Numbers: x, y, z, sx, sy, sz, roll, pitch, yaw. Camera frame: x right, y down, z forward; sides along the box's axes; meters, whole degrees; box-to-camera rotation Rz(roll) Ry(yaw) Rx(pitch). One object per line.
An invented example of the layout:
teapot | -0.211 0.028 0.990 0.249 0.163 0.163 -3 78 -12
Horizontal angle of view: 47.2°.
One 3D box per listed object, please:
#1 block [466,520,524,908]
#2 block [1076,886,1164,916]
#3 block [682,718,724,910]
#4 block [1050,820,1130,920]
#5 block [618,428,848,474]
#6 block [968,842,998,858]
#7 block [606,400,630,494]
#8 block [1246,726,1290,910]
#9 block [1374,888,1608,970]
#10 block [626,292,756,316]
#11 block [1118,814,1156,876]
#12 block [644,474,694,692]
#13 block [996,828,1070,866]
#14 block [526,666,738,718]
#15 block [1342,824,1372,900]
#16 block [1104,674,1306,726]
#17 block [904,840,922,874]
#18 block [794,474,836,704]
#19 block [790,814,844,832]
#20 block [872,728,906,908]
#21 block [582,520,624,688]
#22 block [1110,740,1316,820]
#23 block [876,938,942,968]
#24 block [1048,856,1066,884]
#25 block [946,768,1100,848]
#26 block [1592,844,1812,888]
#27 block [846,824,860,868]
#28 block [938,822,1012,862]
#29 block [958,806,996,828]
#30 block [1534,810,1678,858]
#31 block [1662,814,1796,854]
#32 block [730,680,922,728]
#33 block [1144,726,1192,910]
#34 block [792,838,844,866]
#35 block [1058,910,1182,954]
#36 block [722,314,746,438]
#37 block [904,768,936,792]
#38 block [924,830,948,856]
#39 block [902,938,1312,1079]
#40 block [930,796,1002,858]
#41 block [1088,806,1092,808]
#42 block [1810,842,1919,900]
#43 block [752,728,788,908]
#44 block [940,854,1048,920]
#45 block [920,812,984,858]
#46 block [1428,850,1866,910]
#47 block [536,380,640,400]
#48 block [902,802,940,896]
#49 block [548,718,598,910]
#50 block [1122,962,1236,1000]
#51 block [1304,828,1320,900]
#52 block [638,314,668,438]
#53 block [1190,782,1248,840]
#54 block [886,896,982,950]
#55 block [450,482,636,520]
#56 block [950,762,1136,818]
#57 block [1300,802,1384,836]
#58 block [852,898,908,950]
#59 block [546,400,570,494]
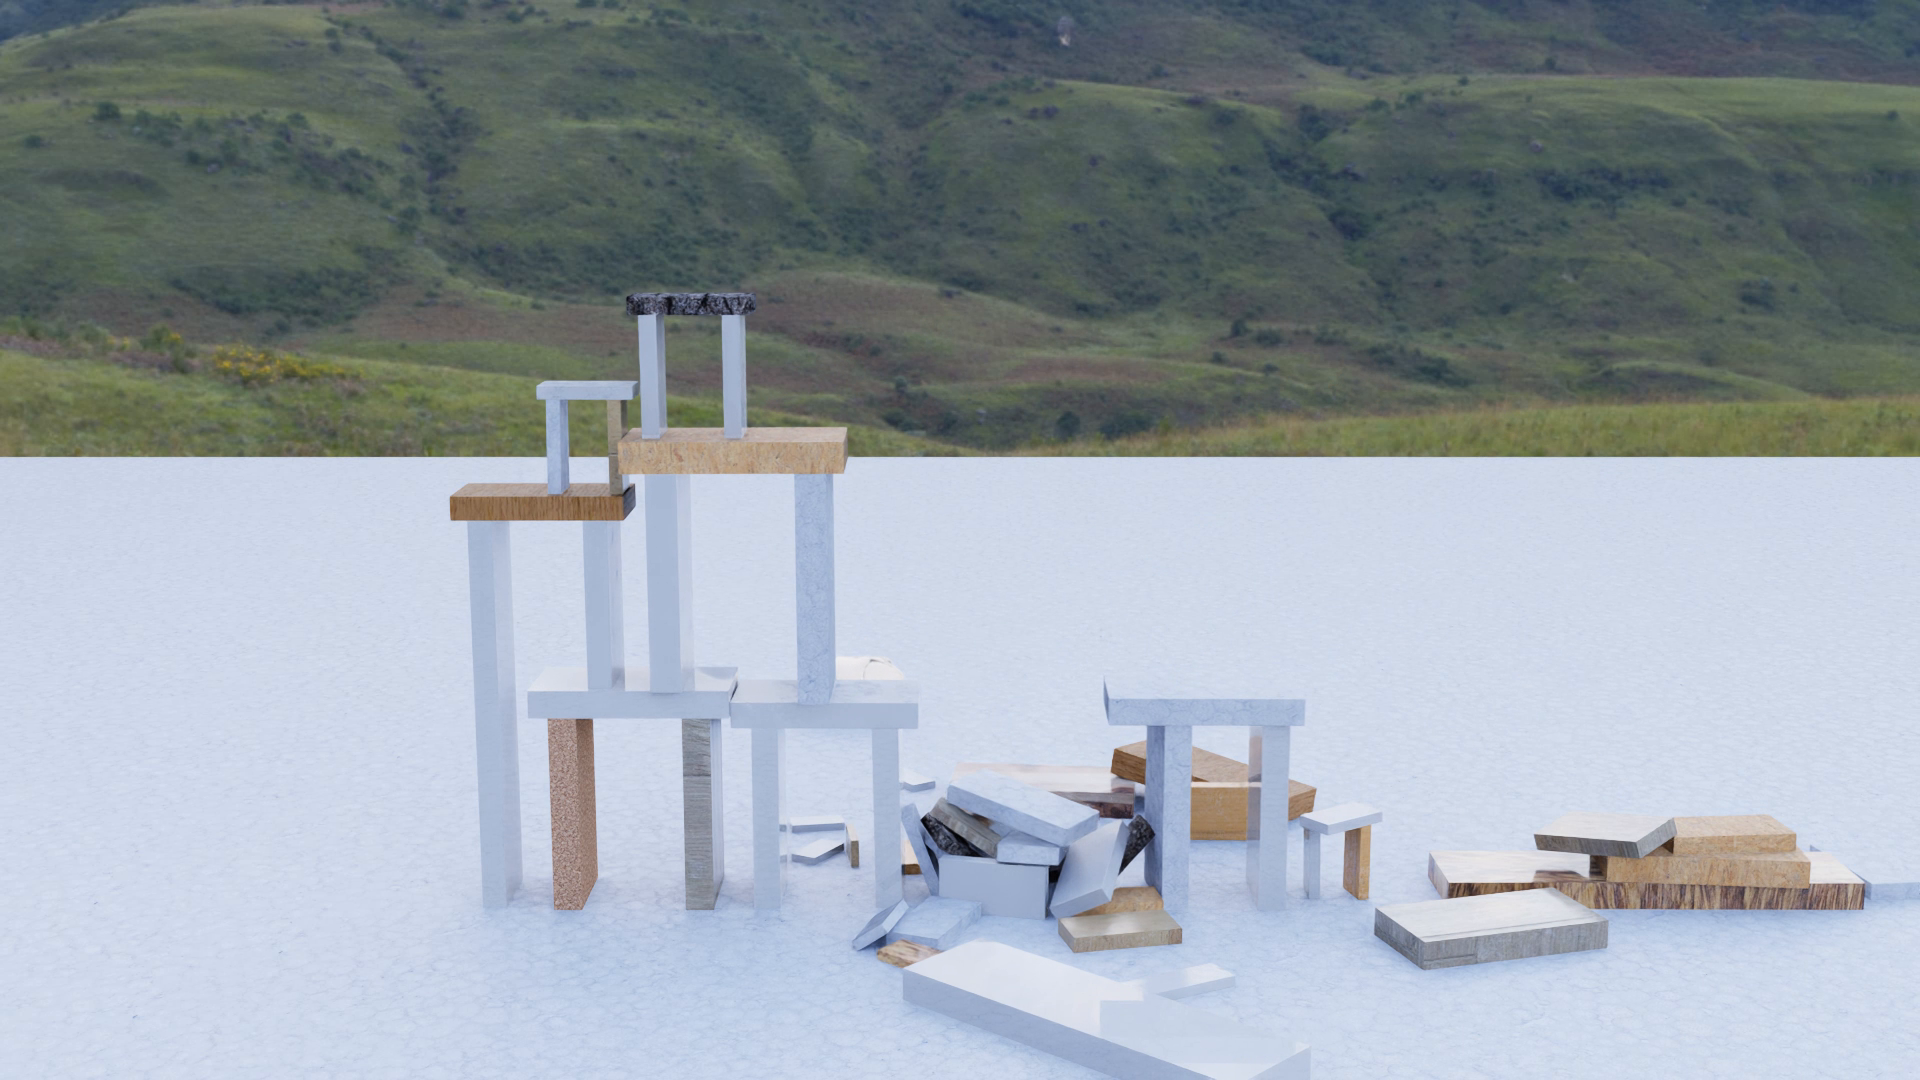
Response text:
block | -0.762 0.273 3.612 0.039 0.643 0.137 0 11 0
block | 0.254 0.592 3.602 0.146 0.021 0.073 -1 11 -7
block | -0.425 0.431 3.641 0.046 0.323 0.162 0 11 0
block | 0.214 0.539 3.601 0.099 0.028 0.199 -25 18 24
block | -0.360 -0.144 3.532 0.353 0.050 0.176 0 11 -1
block | 0.055 0.523 3.668 0.104 0.015 0.052 38 9 -18
block | -0.548 -0.154 3.527 0.021 0.151 0.076 0 11 -1
block | 0.509 0.436 3.639 0.044 0.314 0.157 0 11 0
block | 0.832 0.608 3.449 0.320 0.045 0.160 -3 11 -17
block | -0.426 -0.376 3.496 0.195 0.028 0.098 0 11 -1
block | 0.263 0.528 3.670 0.021 0.146 0.073 41 4 -11
block | -0.470 0.055 3.566 0.050 0.353 0.176 0 11 0
block | 0.143 0.509 3.770 0.099 0.028 0.475 3 0 8
block | -0.532 0.250 3.607 0.323 0.046 0.162 0 11 0
block | 0.661 0.527 3.660 0.018 0.128 0.064 -2 11 -14
block | 0.396 0.261 3.597 0.314 0.044 0.157 0 11 1
block | -0.098 0.551 3.826 0.065 0.018 0.131 -3 11 -14
block | -0.235 0.064 3.577 0.050 0.375 0.176 0 11 0
block | -0.261 0.518 4.018 0.096 0.014 0.048 -2 11 -10
block | -0.118 0.439 3.648 0.043 0.303 0.152 -1 11 1
block | -0.579 0.092 3.578 0.039 0.275 0.137 0 11 0
block | 0.475 0.451 4.131 0.344 0.049 0.172 17 14 35
block | -0.063 0.639 3.358 0.119 0.017 0.059 8 15 41
block | 0.140 0.558 3.708 0.146 0.021 0.073 -13 12 -7
block | 0.104 0.442 3.644 0.228 0.032 0.114 18 17 29
block | 1.224 0.524 3.650 0.320 0.045 0.160 1 11 6
block | -0.188 0.533 3.842 0.014 0.048 0.096 -2 11 -8
block | 0.052 0.509 3.850 0.114 0.032 0.228 -35 -3 22
block | 0.016 0.484 3.814 0.114 0.032 0.228 -28 -1 -30
block | 1.067 0.486 3.641 0.104 0.029 0.208 -22 10 -34
block | 1.262 0.488 3.644 0.208 0.029 0.104 -1 11 -5
block | -0.217 0.269 3.616 0.303 0.043 0.152 0 11 1
block | 0.344 0.435 3.643 0.044 0.314 0.157 -1 11 -6
block | -0.249 0.547 3.860 0.048 0.014 0.096 6 12 29
block | 0.252 0.616 3.463 0.176 0.025 0.088 -3 11 -13
block | -0.360 -0.266 3.515 0.028 0.195 0.098 0 11 -1
block | -0.099 0.468 4.285 0.052 0.015 0.104 -7 13 -35
block | 0.004 0.533 3.661 0.148 0.021 0.074 41 8 -7
block | 0.193 0.675 3.080 0.595 0.049 0.172 10 14 42
block | 0.013 0.474 3.635 0.131 0.018 0.065 33 11 3
block | 0.206 0.496 4.019 0.052 0.015 0.104 6 -11 -7
block | 1.545 0.562 3.739 0.104 0.029 0.208 -1 11 -7
block | -0.315 0.440 3.644 0.043 0.303 0.152 0 11 0
block | 0.055 0.563 3.570 0.176 0.088 0.025 3 11 14
block | 0.003 0.506 3.647 0.148 0.021 0.074 35 11 -42
block | 1.137 0.567 3.669 0.678 0.045 0.160 0 11 0
block | -0.593 -0.239 3.510 0.151 0.021 0.076 0 11 0
block | -0.060 0.518 3.658 0.021 0.148 0.074 -20 10 4
block | -0.640 0.431 3.641 0.046 0.323 0.162 0 11 0
block | 0.308 0.660 3.248 0.198 0.017 0.059 -6 12 -28
block | 0.586 0.526 3.662 0.018 0.128 0.064 -1 11 0
block | -0.491 -0.266 3.514 0.028 0.195 0.098 0 11 0
block | 0.436 0.487 3.950 0.199 0.099 0.028 0 11 1
block | -0.041 0.610 3.493 0.088 0.025 0.176 4 11 22
block | -0.671 -0.062 3.550 0.274 0.039 0.137 0 11 0
block | 0.158 0.473 4.164 0.344 0.049 0.172 1 11 6
block | 0.629 0.459 3.624 0.128 0.018 0.064 -7 13 -35
block | -0.125 0.605 3.459 0.059 0.017 0.119 -33 1 18
block | -0.645 -0.154 3.526 0.021 0.151 0.076 1 11 0
